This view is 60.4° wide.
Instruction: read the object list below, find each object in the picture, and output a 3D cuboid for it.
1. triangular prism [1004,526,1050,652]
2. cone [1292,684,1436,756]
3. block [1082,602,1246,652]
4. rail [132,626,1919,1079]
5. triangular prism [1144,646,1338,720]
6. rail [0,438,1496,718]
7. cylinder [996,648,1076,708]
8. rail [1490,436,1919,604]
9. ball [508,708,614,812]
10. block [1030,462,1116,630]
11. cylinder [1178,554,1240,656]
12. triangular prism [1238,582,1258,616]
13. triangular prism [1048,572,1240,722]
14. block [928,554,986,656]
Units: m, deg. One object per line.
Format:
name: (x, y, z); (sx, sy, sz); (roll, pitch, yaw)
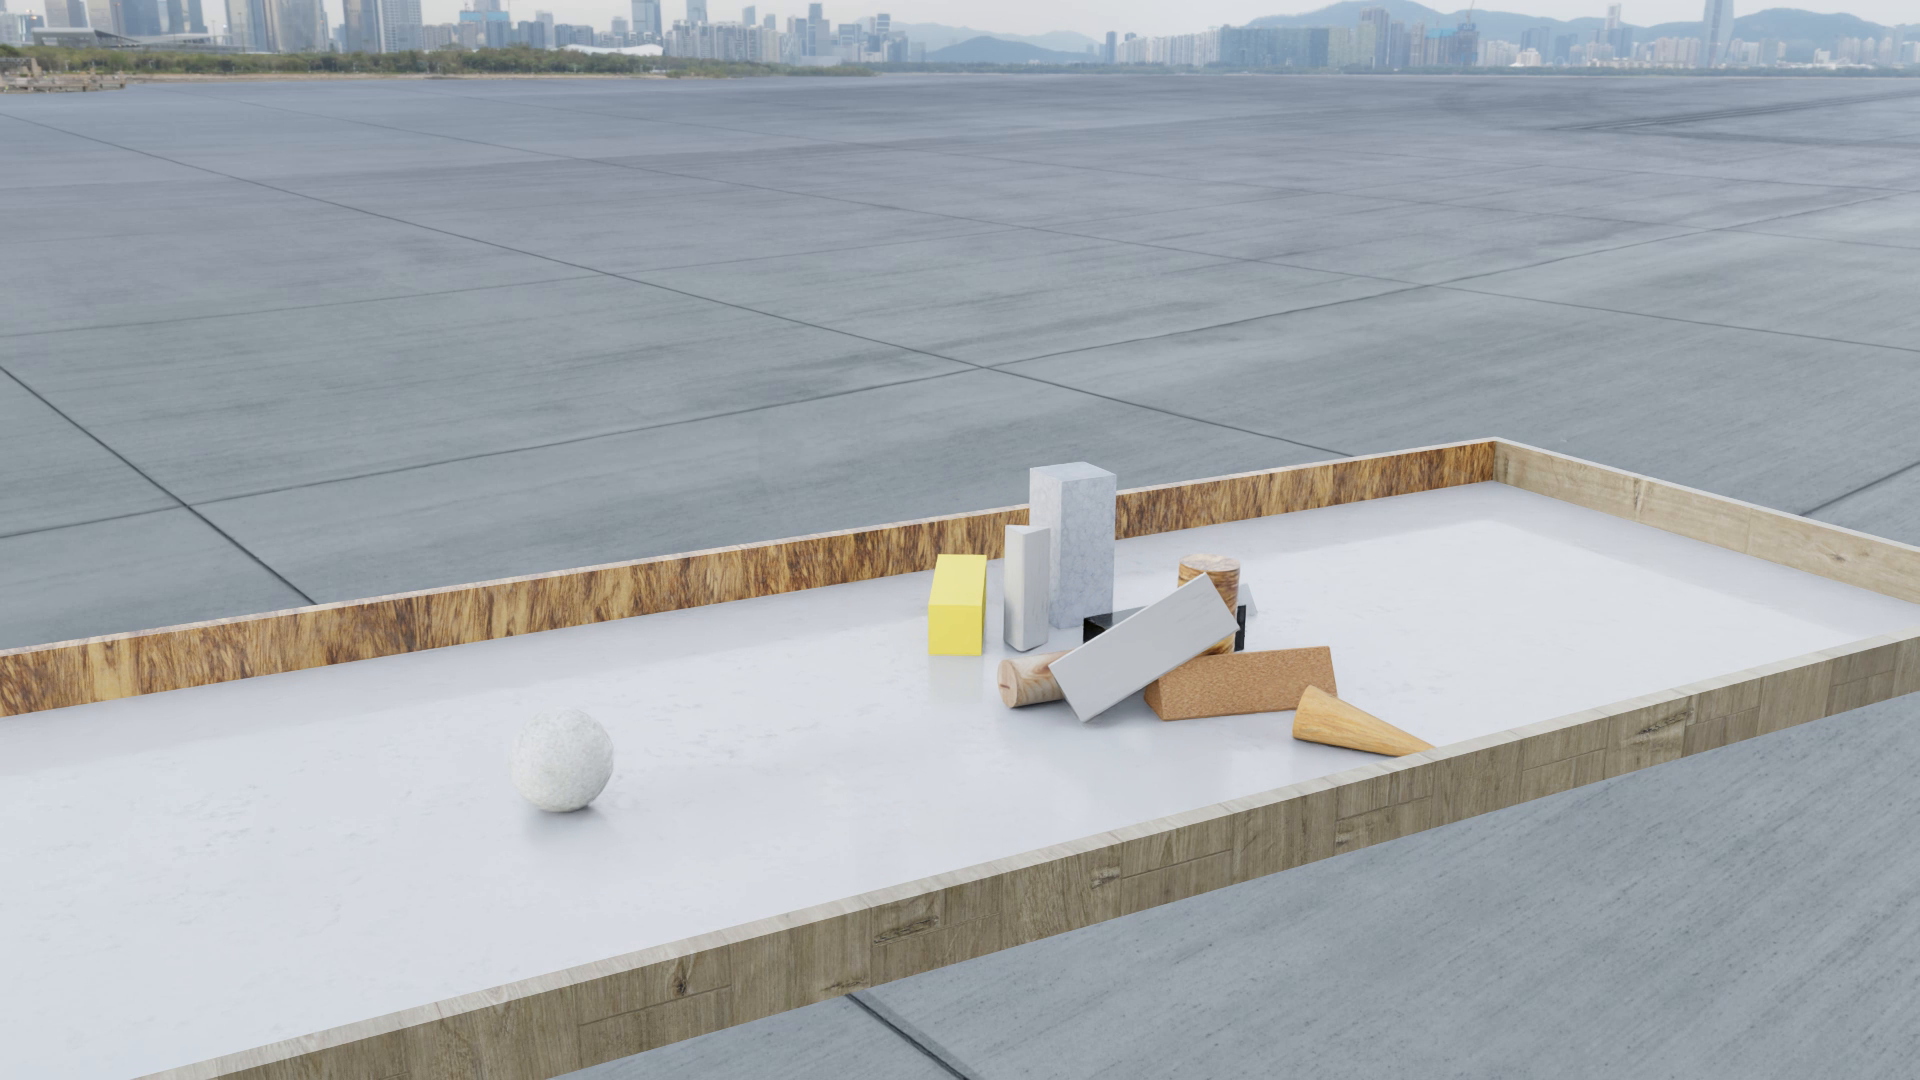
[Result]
triangular prism: (0.160, 0.122, 4.376); (0.103, 0.315, 0.119); (10, 16, 37)
cone: (0.973, 0.452, 3.702); (0.428, 0.129, 0.129); (18, 22, 24)
block: (0.534, 0.245, 4.297); (0.430, 0.126, 0.126); (-9, 19, -29)
rail: (-2.336, 1.006, 1.665); (12.000, 0.150, 0.050); (-9, 18, -27)
triangular prism: (0.682, 0.332, 3.989); (0.446, 0.126, 0.145); (-4, 16, -12)
rail: (-3.305, 0.497, 3.399); (12.000, 0.150, 0.050); (-9, 18, -27)
cylinder: (0.314, 0.322, 4.055); (0.436, 0.116, 0.116); (-7, 18, -22)
rail: (2.466, -0.048, 5.253); (0.050, 0.150, 2.100); (-9, 18, -27)
ball: (-0.828, 0.455, 3.423); (0.215, 0.215, 0.215); (0, 16, 0)
block: (0.309, 0.013, 4.571); (0.172, 0.418, 0.172); (-8, 18, -26)
cylinder: (0.610, 0.205, 4.099); (0.151, 0.311, 0.151); (2, 16, -1)
triangular prism: (0.662, 0.190, 4.560); (0.373, 0.079, 0.091); (-12, 21, -36)
triangular prism: (0.422, 0.238, 3.892); (0.431, 0.134, 0.154); (-30, 23, -2)
block: (-0.003, 0.172, 4.523); (0.138, 0.138, 0.452); (1, 16, 2)
